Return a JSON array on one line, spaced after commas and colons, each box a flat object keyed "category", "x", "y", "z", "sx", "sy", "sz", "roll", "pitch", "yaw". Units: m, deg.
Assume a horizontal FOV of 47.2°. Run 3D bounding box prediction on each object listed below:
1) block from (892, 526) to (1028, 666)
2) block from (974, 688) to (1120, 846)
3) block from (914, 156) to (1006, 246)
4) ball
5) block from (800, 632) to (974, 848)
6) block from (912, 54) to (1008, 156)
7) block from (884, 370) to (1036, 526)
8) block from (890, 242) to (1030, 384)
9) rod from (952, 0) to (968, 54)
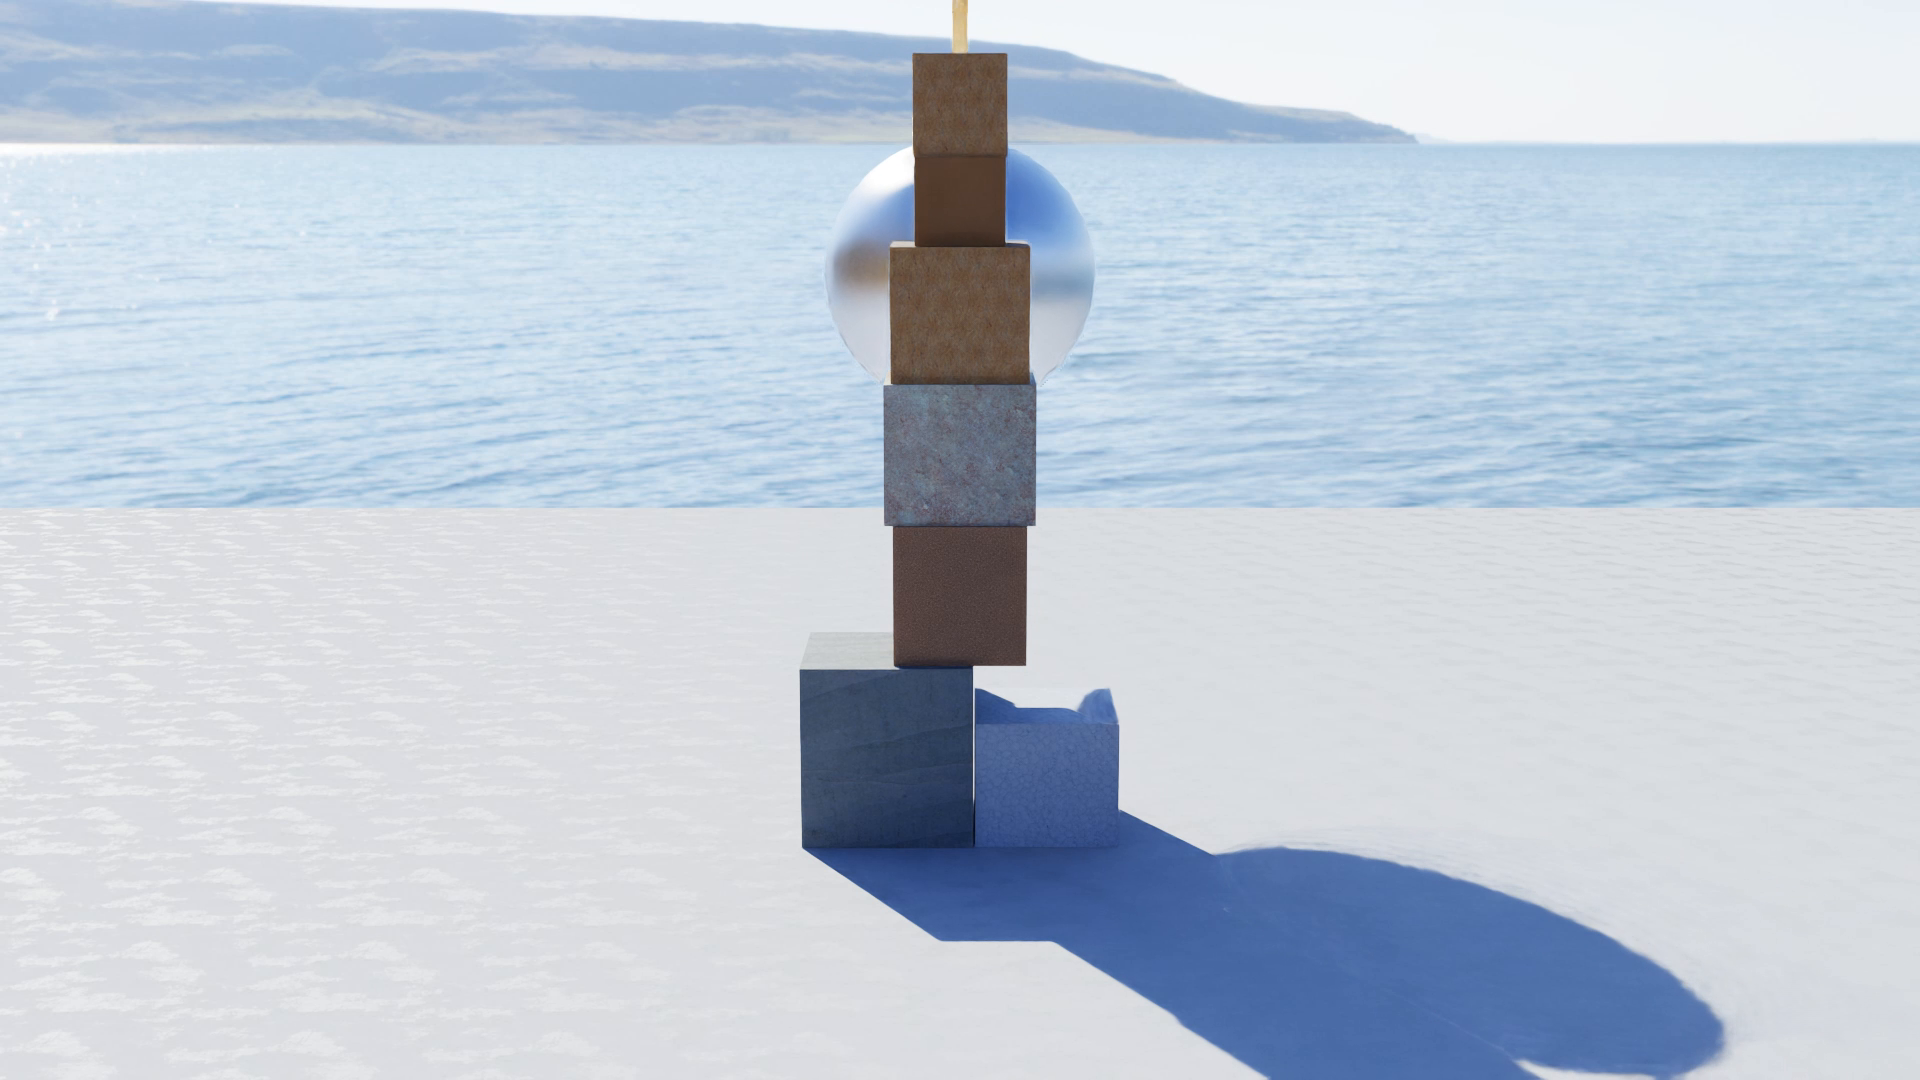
[{"category": "block", "x": 0.000, "y": 0.220, "z": 11.225, "sx": 0.663, "sy": 0.704, "sz": 0.690, "roll": 0, "pitch": 10, "yaw": 0}, {"category": "block", "x": 0.436, "y": 1.165, "z": 11.376, "sx": 0.719, "sy": 0.638, "sz": 0.732, "roll": 0, "pitch": 10, "yaw": 0}, {"category": "block", "x": 0.000, "y": -1.679, "z": 10.879, "sx": 0.442, "sy": 0.429, "sz": 0.471, "roll": 0, "pitch": 10, "yaw": 0}, {"category": "ball", "x": 0.000, "y": -1.568, "z": 13.004, "sx": 1.600, "sy": 1.600, "sz": 1.600, "roll": 0, "pitch": 10, "yaw": 0}, {"category": "block", "x": -0.365, "y": 1.019, "z": 11.377, "sx": 0.862, "sy": 0.924, "sz": 0.835, "roll": 0, "pitch": 10, "yaw": 0}, {"category": "block", "x": 0.000, "y": -2.133, "z": 10.809, "sx": 0.457, "sy": 0.490, "sz": 0.467, "roll": 0, "pitch": 10, "yaw": 0}, {"category": "block", "x": 0.000, "y": -0.472, "z": 11.113, "sx": 0.749, "sy": 0.699, "sz": 0.680, "roll": 0, "pitch": 10, "yaw": 0}, {"category": "block", "x": 0.000, "y": -1.143, "z": 10.985, "sx": 0.681, "sy": 0.665, "sz": 0.599, "roll": 0, "pitch": 10, "yaw": 0}, {"category": "rod", "x": 0.000, "y": -4.496, "z": 11.276, "sx": 0.080, "sy": 5.200, "sz": 0.080, "roll": 0, "pitch": 31, "yaw": 0}]
